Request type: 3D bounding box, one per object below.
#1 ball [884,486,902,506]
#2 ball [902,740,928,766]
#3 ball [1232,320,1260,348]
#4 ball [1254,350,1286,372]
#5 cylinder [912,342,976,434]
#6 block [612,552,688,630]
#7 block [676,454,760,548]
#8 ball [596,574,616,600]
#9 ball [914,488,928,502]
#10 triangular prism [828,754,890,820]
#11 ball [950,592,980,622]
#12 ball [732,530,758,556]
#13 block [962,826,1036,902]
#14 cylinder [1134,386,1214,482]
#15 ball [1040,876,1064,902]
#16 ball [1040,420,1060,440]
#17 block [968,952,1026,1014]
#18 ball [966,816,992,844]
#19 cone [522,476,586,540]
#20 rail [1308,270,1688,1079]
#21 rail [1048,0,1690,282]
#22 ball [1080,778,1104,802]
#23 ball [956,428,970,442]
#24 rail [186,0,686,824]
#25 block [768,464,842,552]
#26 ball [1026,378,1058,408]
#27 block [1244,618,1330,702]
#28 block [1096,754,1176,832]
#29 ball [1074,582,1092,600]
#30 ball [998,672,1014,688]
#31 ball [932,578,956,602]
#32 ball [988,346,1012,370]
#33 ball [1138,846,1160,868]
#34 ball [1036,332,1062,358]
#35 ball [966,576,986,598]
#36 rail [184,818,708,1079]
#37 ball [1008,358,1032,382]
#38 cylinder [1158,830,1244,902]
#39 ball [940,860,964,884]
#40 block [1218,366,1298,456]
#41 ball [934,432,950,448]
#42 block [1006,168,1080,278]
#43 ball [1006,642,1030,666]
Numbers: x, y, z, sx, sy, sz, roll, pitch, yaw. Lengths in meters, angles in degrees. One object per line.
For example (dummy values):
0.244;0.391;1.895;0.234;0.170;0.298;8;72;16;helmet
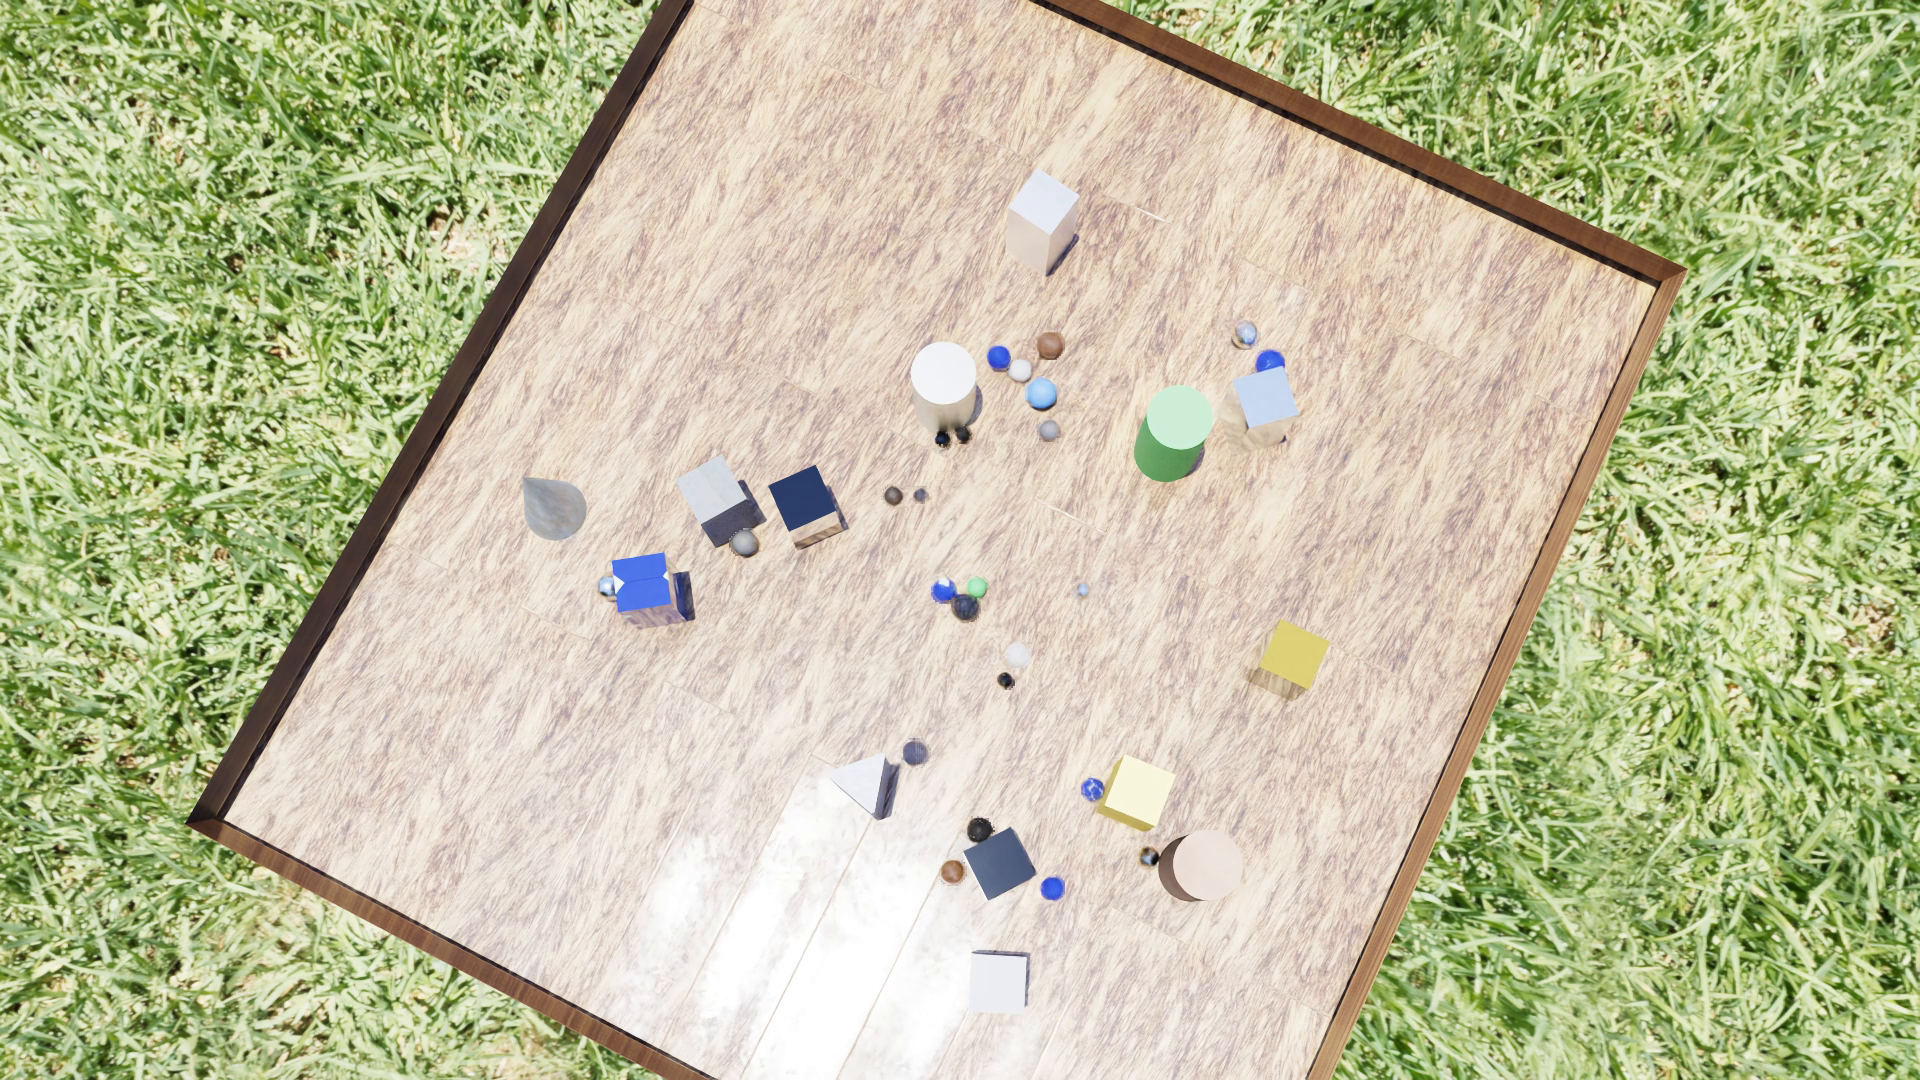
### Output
-0.205;-0.135;5.615;0.058;0.058;0.058;0;78;0;ball
-0.133;0.634;5.445;0.078;0.078;0.078;0;78;0;ball
0.889;-0.642;5.704;0.089;0.089;0.089;0;78;0;ball
0.962;-0.541;5.680;0.095;0.095;0.095;0;78;0;ball
-0.048;-0.456;5.539;0.191;0.336;0.191;0;78;0;cylinder
-0.914;0.154;5.419;0.153;0.325;0.153;-9;78;-2;block
-0.721;-0.112;5.465;0.153;0.341;0.153;-30;80;-6;block
-1.059;0.144;5.545;0.081;0.081;0.081;0;78;0;ball
-0.122;-0.138;5.622;0.045;0.045;0.045;0;78;0;ball
-0.256;0.686;5.261;0.166;0.418;0.144;40;81;8;triangular prism
0.015;0.203;5.531;0.086;0.086;0.086;0;78;0;ball
-0.655;0.008;5.572;0.080;0.080;0.080;0;78;0;ball
0.111;0.939;5.298;0.153;0.242;0.153;-27;80;-5;block
0.633;-0.312;5.474;0.191;0.406;0.191;0;78;0;cylinder
0.269;1.022;5.369;0.071;0.071;0.071;0;78;0;ball
0.277;-0.338;5.654;0.064;0.064;0.064;0;78;0;ball
0.103;1.254;5.195;0.153;0.317;0.153;3;78;1;block
0.057;0.855;5.399;0.078;0.078;0.078;0;78;0;ball
-1.244;-0.136;5.419;0.191;0.442;0.191;0;78;0;cone
1.441;0.712;5.405;0.045;0.124;3.536;26;80;5;rail
0.780;-1.521;5.867;3.270;0.124;0.045;26;80;5;rail
0.390;0.737;5.398;0.072;0.072;0.072;0;78;0;ball
0.010;-0.325;5.660;0.046;0.046;0.046;0;78;0;ball
-1.441;-0.699;5.697;0.045;0.124;3.536;26;80;5;rail
-0.461;-0.094;5.491;0.153;0.283;0.153;-24;79;-5;block
0.253;-0.454;5.661;0.096;0.096;0.096;0;78;0;ball
0.959;0.356;5.393;0.153;0.292;0.153;25;79;5;block
0.504;0.734;5.286;0.153;0.350;0.153;22;79;4;block
0.374;0.154;5.557;0.054;0.054;0.054;0;78;0;ball
0.136;0.421;5.505;0.048;0.048;0.048;0;78;0;ball
-0.046;0.151;5.548;0.073;0.073;0.073;0;78;0;ball
0.122;-0.566;5.695;0.077;0.077;0.077;0;78;0;ball
0.555;0.933;5.392;0.063;0.063;0.063;0;78;0;ball
0.279;-0.607;5.700;0.083;0.083;0.083;0;78;0;ball
0.051;0.143;5.555;0.062;0.062;0.062;0;78;0;ball
-0.780;1.534;5.235;3.270;0.124;0.045;26;80;5;rail
0.187;-0.526;5.689;0.071;0.071;0.071;0;78;0;ball
0.680;0.931;5.218;0.191;0.404;0.191;0;78;0;cylinder
-0.022;0.974;5.379;0.070;0.070;0.070;0;78;0;ball
0.894;-0.384;5.521;0.153;0.342;0.153;-16;79;-3;block
-0.053;-0.310;5.656;0.049;0.049;0.049;0;78;0;ball
0.250;-0.971;5.632;0.153;0.363;0.153;35;80;7;block
0.173;0.344;5.507;0.074;0.074;0.074;0;78;0;ball
